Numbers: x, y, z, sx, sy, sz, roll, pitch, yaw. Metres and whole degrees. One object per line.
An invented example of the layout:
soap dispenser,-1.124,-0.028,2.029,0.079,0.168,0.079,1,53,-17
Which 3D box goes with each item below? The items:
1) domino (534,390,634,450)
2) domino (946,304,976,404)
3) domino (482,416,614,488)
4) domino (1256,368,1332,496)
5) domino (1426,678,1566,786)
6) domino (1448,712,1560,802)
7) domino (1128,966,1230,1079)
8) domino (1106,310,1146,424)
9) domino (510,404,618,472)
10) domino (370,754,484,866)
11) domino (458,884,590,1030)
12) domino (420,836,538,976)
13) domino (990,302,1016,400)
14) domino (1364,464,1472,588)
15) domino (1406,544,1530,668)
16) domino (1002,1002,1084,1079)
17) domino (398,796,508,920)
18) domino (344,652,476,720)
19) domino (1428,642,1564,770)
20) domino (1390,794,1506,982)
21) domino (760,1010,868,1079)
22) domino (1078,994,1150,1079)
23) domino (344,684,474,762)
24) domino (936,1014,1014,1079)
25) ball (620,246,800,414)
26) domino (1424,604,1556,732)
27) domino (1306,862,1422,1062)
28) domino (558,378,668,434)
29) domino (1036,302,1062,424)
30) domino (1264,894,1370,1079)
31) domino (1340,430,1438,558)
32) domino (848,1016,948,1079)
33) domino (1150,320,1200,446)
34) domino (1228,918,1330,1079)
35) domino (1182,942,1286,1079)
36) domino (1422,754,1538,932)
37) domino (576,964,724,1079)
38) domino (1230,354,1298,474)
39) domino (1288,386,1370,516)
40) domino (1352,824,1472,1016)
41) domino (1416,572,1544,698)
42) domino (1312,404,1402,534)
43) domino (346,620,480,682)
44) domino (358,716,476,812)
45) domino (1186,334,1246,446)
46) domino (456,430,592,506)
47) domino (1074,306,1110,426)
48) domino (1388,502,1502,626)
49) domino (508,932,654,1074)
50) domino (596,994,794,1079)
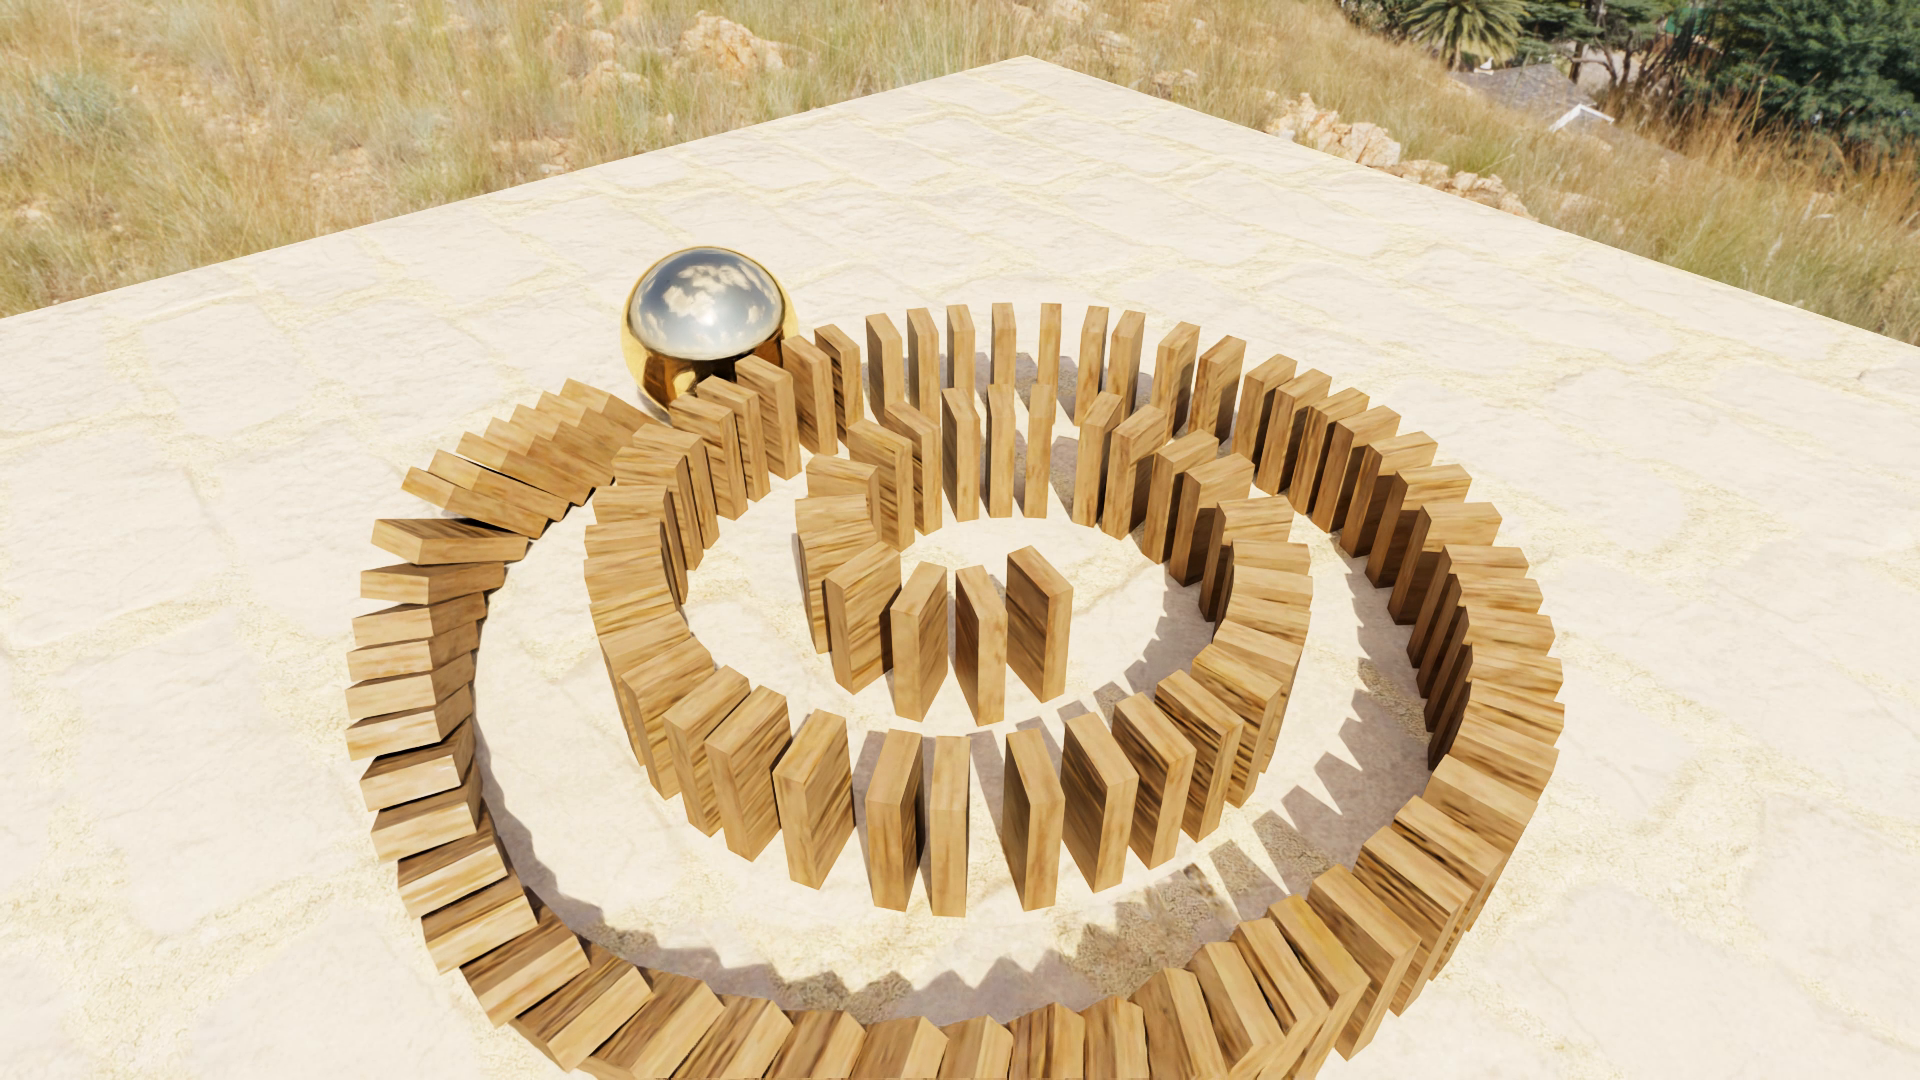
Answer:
domino,-0.156,-0.048,0.474,0.025,0.050,0.010,21,84,24
domino,0.000,-0.081,0.510,0.009,0.050,0.025,-5,40,-6
domino,-0.170,-0.035,0.459,0.025,0.050,0.009,21,84,24
domino,0.141,-0.045,0.467,0.025,0.050,0.010,-28,47,-30
domino,0.160,0.066,0.331,0.025,0.050,0.009,16,42,19
domino,0.152,0.075,0.320,0.025,0.050,0.009,23,44,25
domino,0.041,0.126,0.259,0.009,0.050,0.025,20,33,-24
domino,0.075,-0.077,0.506,0.009,0.050,0.025,14,41,16
domino,-0.163,-0.041,0.466,0.025,0.050,0.009,20,84,24
domino,-0.157,0.079,0.328,0.025,0.009,0.050,-17,11,-19
domino,-0.118,0.109,0.291,0.025,0.010,0.050,-29,16,-31
domino,-0.135,0.099,0.304,0.025,0.009,0.050,-23,15,-26
domino,0.020,-0.082,0.511,0.010,0.050,0.025,-2,39,-2
domino,0.173,-0.005,0.417,0.025,0.050,0.009,-6,40,-8
domino,0.175,0.024,0.382,0.025,0.050,0.009,2,39,3
domino,0.008,0.130,0.258,0.010,0.050,0.025,37,34,-21
domino,-0.145,0.089,0.314,0.025,0.010,0.050,-23,13,-24
domino,-0.180,0.047,0.364,0.025,0.010,0.050,-10,5,-10
domino,0.166,0.055,0.344,0.025,0.050,0.010,12,41,14
domino,0.125,0.094,0.296,0.009,0.050,0.025,-30,48,-31
domino,-0.048,0.128,0.266,0.050,0.009,0.025,-19,27,36
domino,0.023,0.129,0.258,0.010,0.050,0.025,33,33,-22
domino,-0.175,0.057,0.351,0.025,0.009,0.050,-12,5,-13
domino,-0.011,0.131,0.259,0.050,0.009,0.025,-30,25,33
ball,-0.113,-0.093,0.501,0.080,0.080,0.080,0,39,0
domino,0.171,0.044,0.357,0.025,0.050,0.009,8,40,9
domino,0.098,0.108,0.280,0.009,0.050,0.025,-23,45,-25
domino,-0.149,-0.054,0.482,0.025,0.050,0.009,21,84,23
domino,0.041,-0.082,0.511,0.009,0.050,0.025,3,39,3
domino,0.081,0.114,0.272,0.009,0.050,0.025,-12,40,-25
domino,0.168,-0.017,0.433,0.025,0.050,0.009,-13,41,-15
domino,-0.027,0.130,0.261,0.050,0.009,0.025,-27,24,36
domino,0.096,-0.070,0.497,0.010,0.050,0.025,22,44,24
domino,0.069,0.118,0.267,0.010,0.050,0.025,-1,37,-24
domino,0.055,0.122,0.263,0.010,0.050,0.025,8,34,-26
domino,0.139,0.085,0.307,0.025,0.050,0.009,29,48,31
domino,-0.084,0.121,0.276,0.050,0.010,0.025,-12,25,43
domino,0.130,-0.053,0.476,0.025,0.050,0.009,-32,49,-33
domino,0.152,-0.036,0.456,0.025,0.050,0.010,-24,45,-26
domino,0.113,0.101,0.289,0.010,0.050,0.025,-27,46,-29
domino,0.174,0.034,0.370,0.025,0.050,0.009,5,40,6
domino,0.160,-0.028,0.446,0.025,0.050,0.010,-19,43,-22
domino,-0.185,0.037,0.376,0.025,0.010,0.050,-8,4,-7
domino,-0.166,0.068,0.340,0.025,0.010,0.050,-15,9,-17
domino,0.113,-0.063,0.488,0.009,0.050,0.025,27,46,29
domino,-0.178,-0.029,0.451,0.025,0.050,0.009,21,84,23
domino,0.061,-0.080,0.509,0.010,0.050,0.025,8,40,10
domino,0.175,0.009,0.400,0.025,0.050,0.009,-2,39,-2
domino,-0.101,0.116,0.281,0.025,0.009,0.050,-38,19,-35
domino,-0.066,0.125,0.270,0.050,0.010,0.025,-15,26,40
